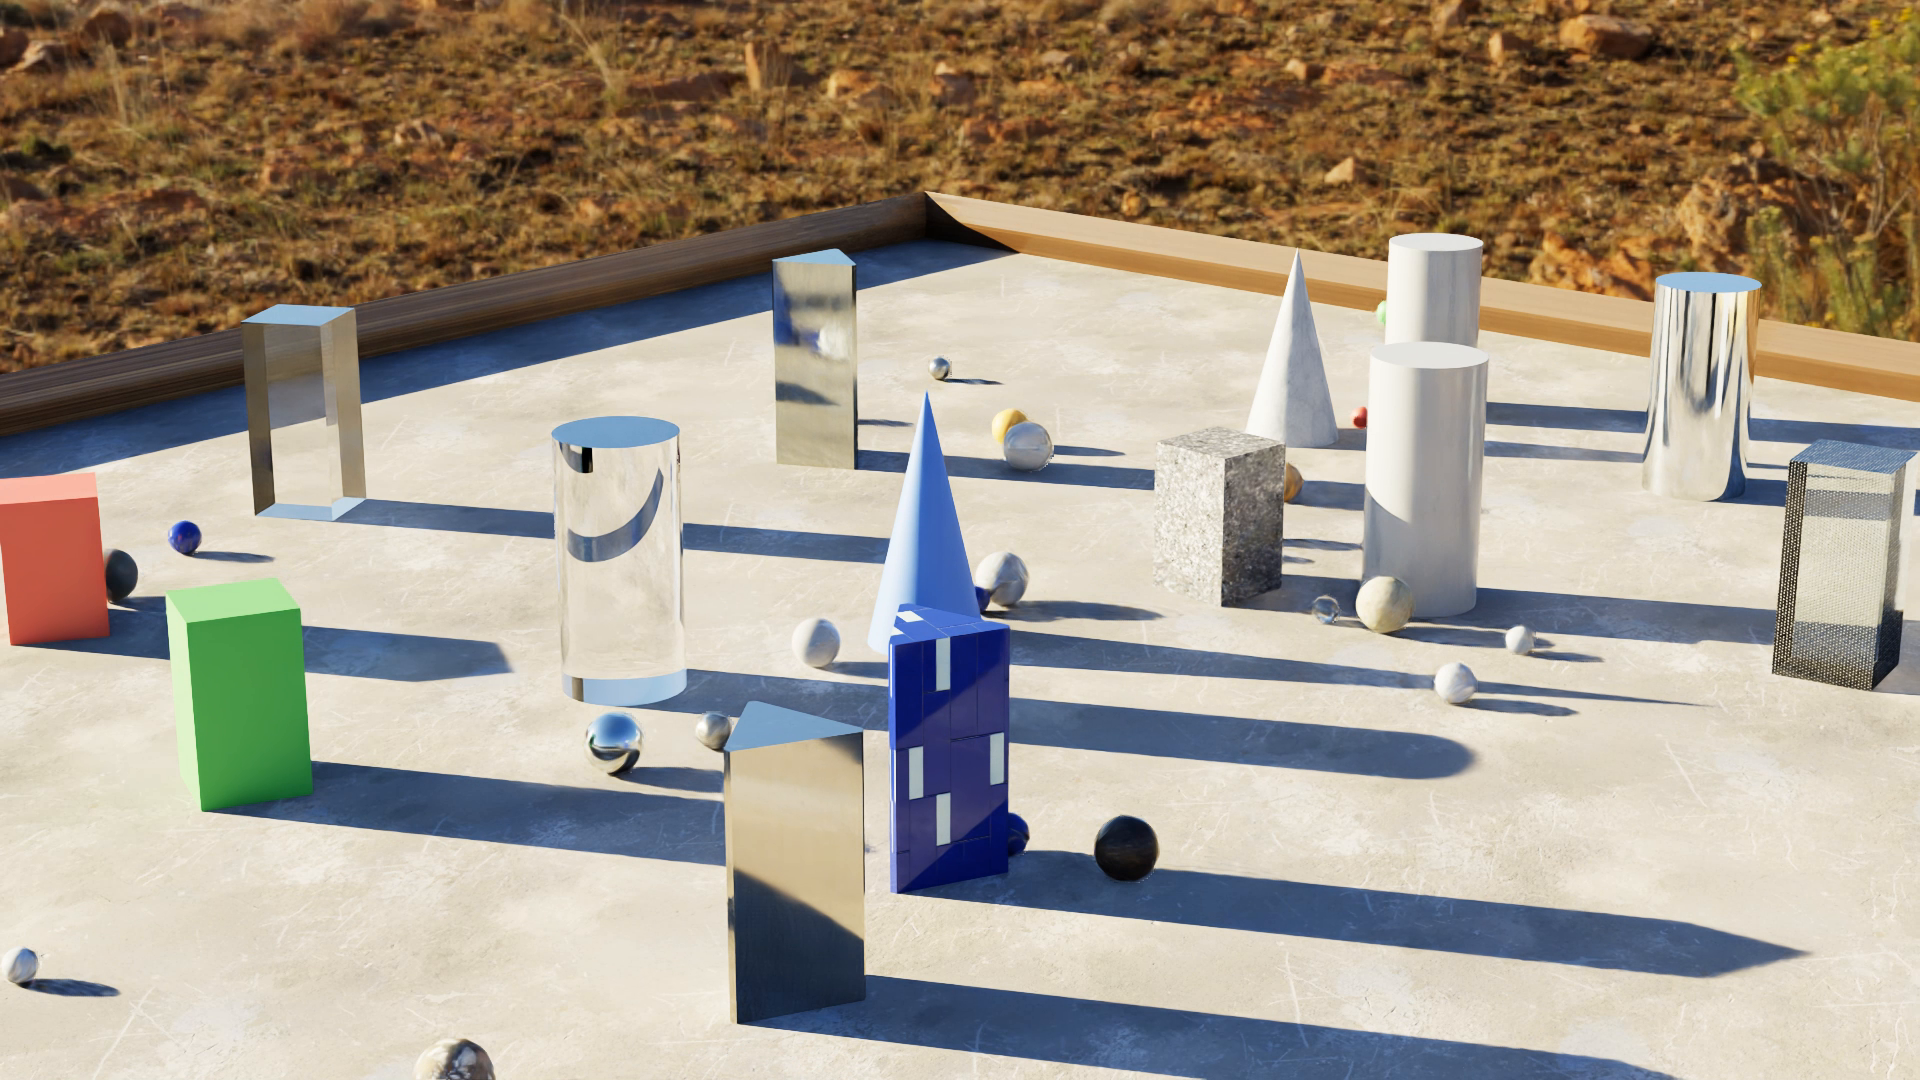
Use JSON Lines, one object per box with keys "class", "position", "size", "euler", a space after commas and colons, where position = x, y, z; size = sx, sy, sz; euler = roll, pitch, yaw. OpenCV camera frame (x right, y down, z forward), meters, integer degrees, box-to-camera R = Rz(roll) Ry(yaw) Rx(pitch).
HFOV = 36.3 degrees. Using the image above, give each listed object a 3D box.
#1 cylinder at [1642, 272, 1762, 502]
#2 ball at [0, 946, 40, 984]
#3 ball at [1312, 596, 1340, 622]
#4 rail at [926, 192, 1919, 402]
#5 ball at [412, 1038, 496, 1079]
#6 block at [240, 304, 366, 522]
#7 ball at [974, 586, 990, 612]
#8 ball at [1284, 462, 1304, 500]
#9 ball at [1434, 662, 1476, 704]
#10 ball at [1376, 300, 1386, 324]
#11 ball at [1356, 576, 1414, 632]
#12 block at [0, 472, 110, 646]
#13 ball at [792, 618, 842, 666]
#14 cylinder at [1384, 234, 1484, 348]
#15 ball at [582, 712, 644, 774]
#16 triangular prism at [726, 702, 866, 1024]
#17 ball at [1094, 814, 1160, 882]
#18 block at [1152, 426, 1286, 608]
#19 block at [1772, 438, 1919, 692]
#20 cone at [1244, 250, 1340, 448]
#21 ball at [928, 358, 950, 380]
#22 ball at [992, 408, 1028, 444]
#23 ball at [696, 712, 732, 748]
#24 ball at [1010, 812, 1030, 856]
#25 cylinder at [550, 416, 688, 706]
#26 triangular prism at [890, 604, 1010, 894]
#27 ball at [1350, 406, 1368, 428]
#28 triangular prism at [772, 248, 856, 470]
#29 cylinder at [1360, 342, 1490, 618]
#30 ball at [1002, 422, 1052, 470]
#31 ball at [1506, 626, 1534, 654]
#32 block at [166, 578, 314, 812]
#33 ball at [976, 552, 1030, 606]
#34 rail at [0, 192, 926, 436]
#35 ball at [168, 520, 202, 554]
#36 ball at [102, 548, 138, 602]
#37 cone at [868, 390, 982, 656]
{"class": "cylinder", "position": [1.451, -0.302, 5.743], "size": [0.200, 0.413, 0.200], "euler": [0, 17, 0]}
{"class": "ball", "position": [-1.164, 0.526, 3.630], "size": [0.045, 0.045, 0.045], "euler": [0, 17, 0]}
{"class": "ball", "position": [0.622, 0.117, 4.987], "size": [0.046, 0.046, 0.046], "euler": [0, 17, 0]}
{"class": "rail", "position": [1.579, -0.492, 6.861], "size": [4.485, 0.130, 0.045], "euler": [14, 22, 39]}
{"class": "ball", "position": [-0.568, 0.605, 3.289], "size": [0.092, 0.092, 0.092], "euler": [0, 17, 0]}
{"class": "block", "position": [-1.254, -0.245, 5.612], "size": [0.160, 0.380, 0.160], "euler": [4, 17, 12]}
{"class": "ball", "position": [0.027, 0.102, 5.032], "size": [0.049, 0.049, 0.049], "euler": [0, 17, 0]}
{"class": "ball", "position": [0.630, -0.113, 5.704], "size": [0.075, 0.075, 0.075], "euler": [0, 17, 0]}
{"class": "ball", "position": [0.777, 0.224, 4.601], "size": [0.064, 0.064, 0.064], "euler": [0, 17, 0]}
{"class": "ball", "position": [1.056, -0.559, 7.203], "size": [0.063, 0.063, 0.063], "euler": [0, 17, 0]}
{"class": "ball", "position": [0.714, 0.109, 4.932], "size": [0.095, 0.095, 0.095], "euler": [0, 17, 0]}
{"class": "block", "position": [-1.526, 0.030, 4.935], "size": [0.160, 0.244, 0.160], "euler": [-5, 18, -17]}
{"class": "ball", "position": [-0.233, 0.166, 4.765], "size": [0.081, 0.081, 0.081], "euler": [0, 17, 0]}
{"class": "cylinder", "position": [1.023, -0.463, 6.353], "size": [0.200, 0.370, 0.200], "euler": [0, 17, 0]}
{"class": "ball", "position": [-0.509, 0.298, 4.309], "size": [0.091, 0.091, 0.091], "euler": [0, 17, 0]}
{"class": "triangular prism", "position": [-0.224, 0.384, 3.574], "size": [0.173, 0.350, 0.150], "euler": [-7, 18, -23]}
{"class": "ball", "position": [0.223, 0.413, 3.931], "size": [0.089, 0.089, 0.089], "euler": [0, 17, 0]}
{"class": "block", "position": [0.454, -0.043, 5.140], "size": [0.160, 0.265, 0.160], "euler": [-15, 22, -41]}
{"class": "block", "position": [1.421, 0.038, 4.709], "size": [0.160, 0.358, 0.160], "euler": [10, 20, 31]}
{"class": "cone", "position": [0.700, -0.413, 6.130], "size": [0.200, 0.403, 0.200], "euler": [0, 17, 0]}
{"class": "ball", "position": [-0.047, -0.390, 6.663], "size": [0.050, 0.050, 0.050], "euler": [0, 17, 0]}
{"class": "ball", "position": [0.105, -0.233, 6.092], "size": [0.079, 0.079, 0.079], "euler": [0, 17, 0]}
{"class": "ball", "position": [-0.370, 0.287, 4.410], "size": [0.055, 0.055, 0.055], "euler": [0, 17, 0]}
{"class": "ball", "position": [0.066, 0.403, 4.016], "size": [0.060, 0.060, 0.060], "euler": [0, 17, 0]}
{"class": "cylinder", "position": [-0.536, 0.031, 4.628], "size": [0.200, 0.418, 0.200], "euler": [0, 17, 0]}
{"class": "triangular prism", "position": [-0.044, 0.272, 3.948], "size": [0.173, 0.349, 0.150], "euler": [-8, 18, -25]}
{"class": "ball", "position": [0.855, -0.261, 6.245], "size": [0.045, 0.045, 0.045], "euler": [0, 17, 0]}
{"class": "triangular prism", "position": [-0.272, -0.371, 5.962], "size": [0.173, 0.420, 0.150], "euler": [5, 17, 15]}
{"class": "cylinder", "position": [0.799, -0.105, 5.047], "size": [0.200, 0.438, 0.200], "euler": [0, 17, 0]}
{"class": "ball", "position": [0.136, -0.189, 5.912], "size": [0.100, 0.100, 0.100], "euler": [0, 17, 0]}
{"class": "ball", "position": [0.923, 0.164, 4.830], "size": [0.047, 0.047, 0.047], "euler": [0, 17, 0]}
{"class": "block", "position": [-1.041, 0.221, 4.233], "size": [0.160, 0.283, 0.160], "euler": [-8, 18, -24]}
{"class": "ball", "position": [0.073, 0.066, 5.074], "size": [0.094, 0.094, 0.094], "euler": [0, 17, 0]}
{"class": "rail", "position": [-1.676, -0.387, 6.513], "size": [0.045, 0.130, 4.865], "euler": [14, 22, 39]}
{"class": "ball", "position": [-1.419, -0.005, 5.368], "size": [0.061, 0.061, 0.061], "euler": [0, 17, 0]}
{"class": "ball", "position": [-1.475, 0.060, 5.097], "size": [0.092, 0.092, 0.092], "euler": [0, 17, 0]}
{"class": "cone", "position": [-0.055, -0.041, 4.837], "size": [0.200, 0.436, 0.200], "euler": [0, 17, 0]}
